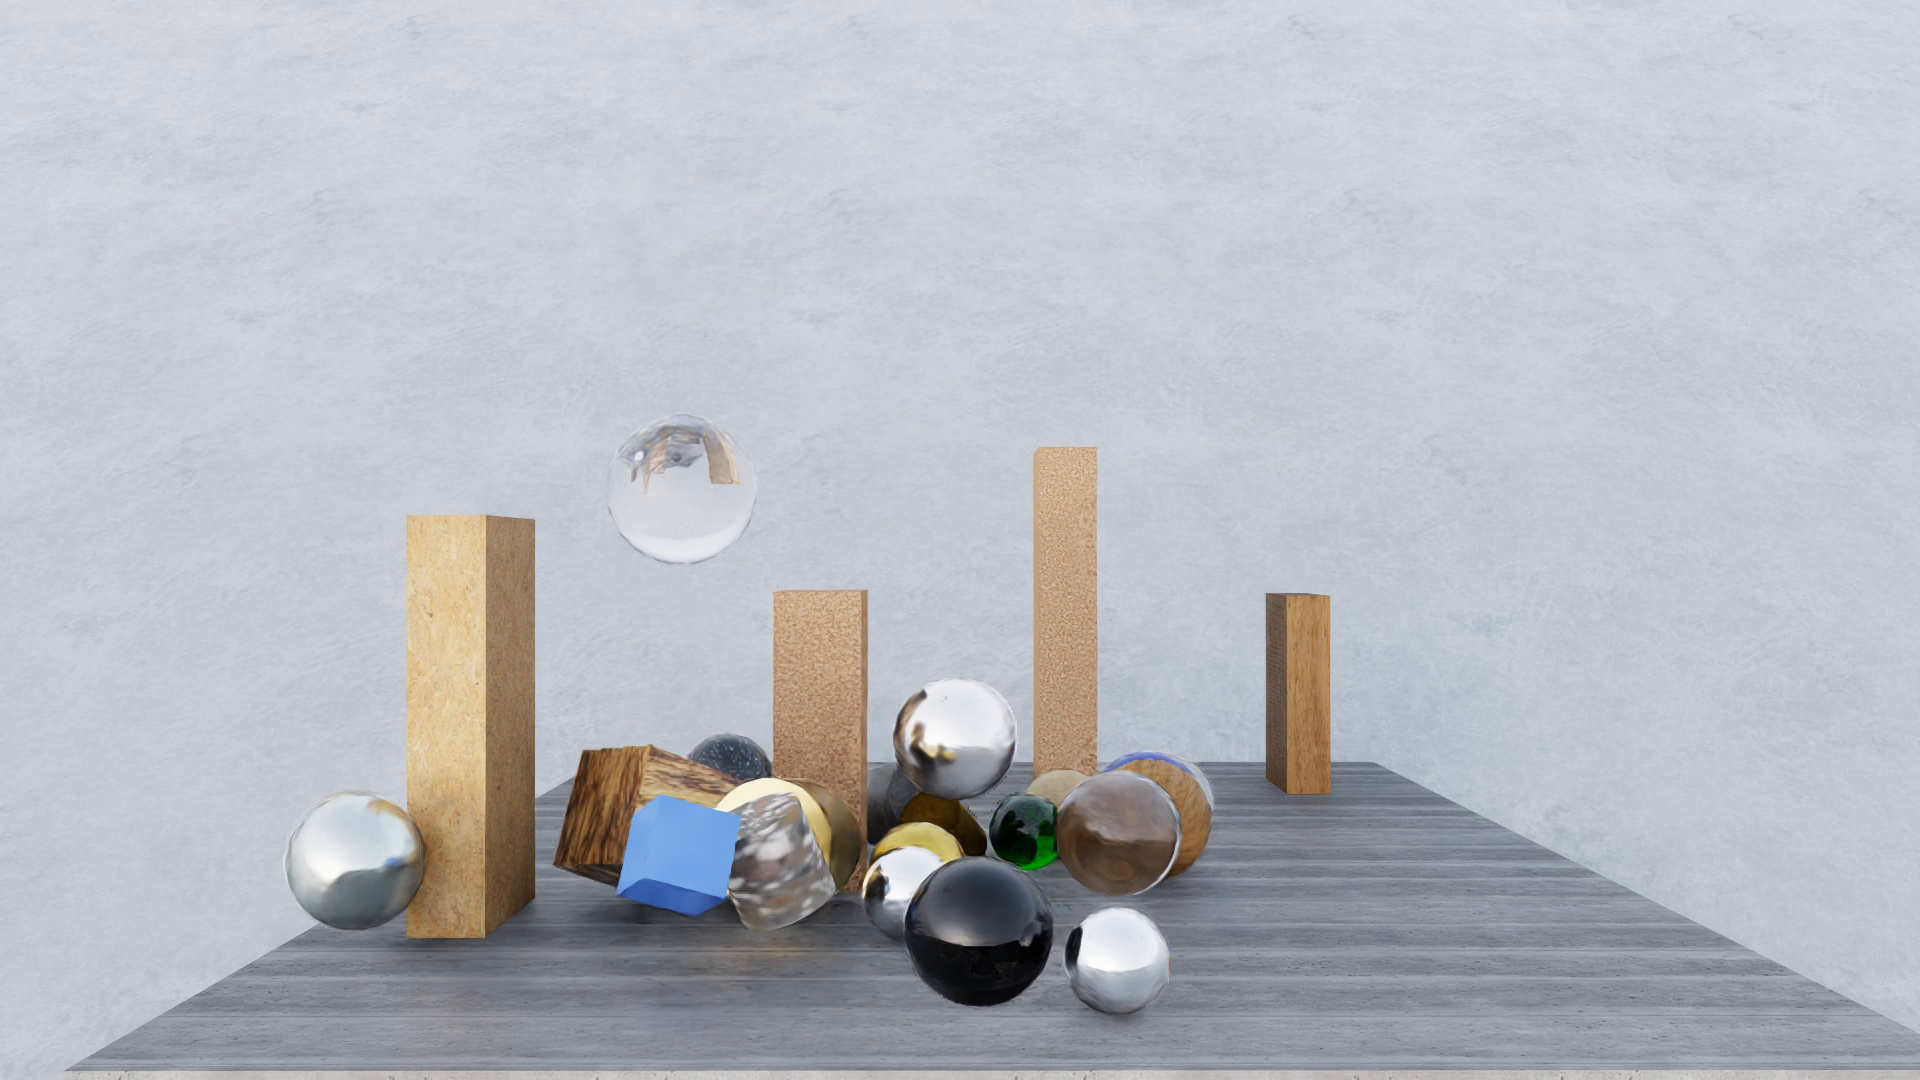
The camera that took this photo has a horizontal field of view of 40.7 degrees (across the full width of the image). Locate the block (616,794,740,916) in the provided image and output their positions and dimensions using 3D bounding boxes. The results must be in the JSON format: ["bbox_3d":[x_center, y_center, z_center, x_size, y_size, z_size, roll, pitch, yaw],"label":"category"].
[{"bbox_3d":[-0.367,0.412,3.372,0.112,0.112,0.112,18,64,-19],"label":"block"}]

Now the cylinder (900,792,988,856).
[{"bbox_3d":[-0.027,0.481,4.244,0.109,0.109,0.109,-16,49,19],"label":"cylinder"}]

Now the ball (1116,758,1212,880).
[{"bbox_3d":[0.311,0.459,4.241,0.200,0.200,0.200,0,31,0],"label":"ball"}]

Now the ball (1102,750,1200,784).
[{"bbox_3d":[0.320,0.461,4.441,0.199,0.199,0.199,0,31,0],"label":"ball"}]

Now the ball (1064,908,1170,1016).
[{"bbox_3d":[0.182,0.490,3.013,0.124,0.124,0.124,0,31,0],"label":"ball"}]

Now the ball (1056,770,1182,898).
[{"bbox_3d":[0.249,0.459,4.050,0.198,0.198,0.198,0,31,0],"label":"ball"}]

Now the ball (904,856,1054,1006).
[{"bbox_3d":[0.022,0.464,3.075,0.178,0.178,0.178,0,31,0],"label":"ball"}]

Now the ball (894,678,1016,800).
[{"bbox_3d":[-0.008,0.315,4.097,0.195,0.195,0.195,0,31,0],"label":"ball"}]

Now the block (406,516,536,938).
[{"bbox_3d":[-0.718,0.262,3.830,0.111,0.590,0.422,0,0,0],"label":"block"}]

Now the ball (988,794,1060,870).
[{"bbox_3d":[0.114,0.495,4.390,0.130,0.130,0.130,0,31,0],"label":"ball"}]

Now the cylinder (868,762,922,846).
[{"bbox_3d":[-0.106,0.476,4.692,0.144,0.144,0.144,-26,2,-36],"label":"cylinder"}]

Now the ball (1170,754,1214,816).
[{"bbox_3d":[0.367,0.473,4.651,0.177,0.177,0.177,0,31,0],"label":"ball"}]

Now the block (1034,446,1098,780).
[{"bbox_3d":[0.234,0.184,5.806,0.126,0.768,0.423,0,0,0],"label":"block"}]

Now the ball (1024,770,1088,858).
[{"bbox_3d":[0.183,0.482,4.559,0.157,0.157,0.157,0,31,0],"label":"ball"}]

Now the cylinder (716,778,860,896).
[{"bbox_3d":[-0.260,0.450,3.838,0.189,0.189,0.189,7,-5,12],"label":"cylinder"}]

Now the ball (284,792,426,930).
[{"bbox_3d":[-0.823,0.438,3.529,0.187,0.187,0.187,0,31,0],"label":"ball"}]

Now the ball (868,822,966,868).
[{"bbox_3d":[-0.061,0.483,3.772,0.146,0.146,0.146,0,31,0],"label":"ball"}]

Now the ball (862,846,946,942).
[{"bbox_3d":[-0.070,0.490,3.586,0.131,0.131,0.131,0,31,0],"label":"ball"}]

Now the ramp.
[{"bbox_3d":[0.069,0.612,4.683,2.000,0.100,4.000,0,0,0],"label":"ramp"}]

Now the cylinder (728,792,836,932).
[{"bbox_3d":[-0.257,0.436,3.510,0.137,0.137,0.137,-21,15,6],"label":"cylinder"}]

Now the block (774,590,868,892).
[{"bbox_3d":[-0.226,0.321,4.245,0.141,0.476,0.280,0,0,0],"label":"block"}]

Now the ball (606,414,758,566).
[{"bbox_3d":[-0.329,-0.059,3.062,0.178,0.178,0.178,0,31,0],"label":"ball"}]

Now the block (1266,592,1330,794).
[{"bbox_3d":[0.780,0.347,5.991,0.097,0.443,0.400,0,0,0],"label":"block"}]

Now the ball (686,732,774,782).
[{"bbox_3d":[-0.459,0.473,5.107,0.184,0.184,0.184,0,31,0],"label":"ball"}]

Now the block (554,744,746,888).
[{"bbox_3d":[-0.471,0.431,3.932,0.182,0.182,0.182,27,-23,-37],"label":"block"}]
